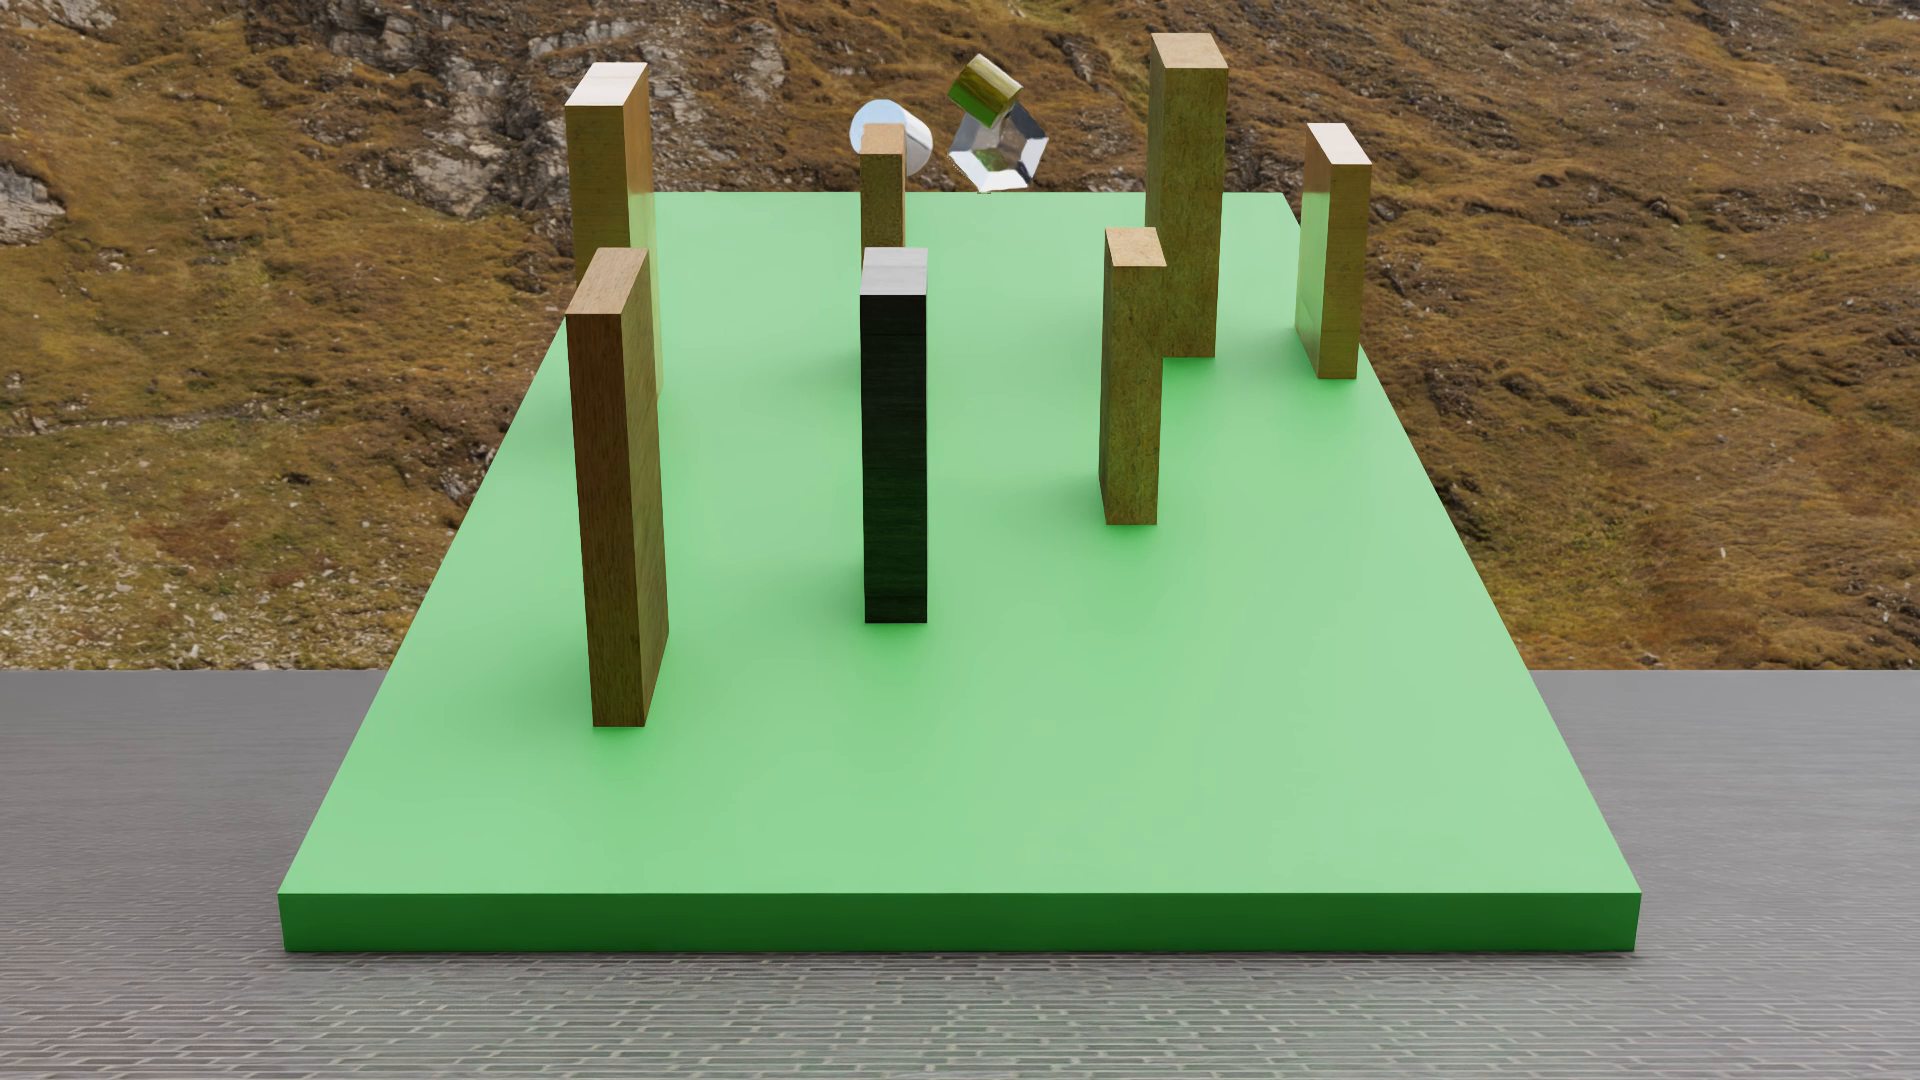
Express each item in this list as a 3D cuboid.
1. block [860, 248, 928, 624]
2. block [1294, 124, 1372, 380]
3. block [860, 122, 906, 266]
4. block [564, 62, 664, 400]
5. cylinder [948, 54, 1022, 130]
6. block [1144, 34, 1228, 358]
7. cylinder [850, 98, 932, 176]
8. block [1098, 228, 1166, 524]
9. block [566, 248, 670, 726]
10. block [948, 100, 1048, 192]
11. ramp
[{"bbox_3d":[-0.117,-0.193,4.253,0.115,0.626,0.294,0,23,0],"label":"block"},{"bbox_3d":[0.894,-0.700,5.574,0.092,0.519,0.405,0,23,0],"label":"block"},{"bbox_3d":[-0.179,-0.670,5.447,0.096,0.560,0.304,0,23,0],"label":"block"},{"bbox_3d":[-0.756,-0.633,5.111,0.119,0.754,0.425,0,23,0],"label":"block"},{"bbox_3d":[0.072,-1.272,6.576,0.153,0.153,0.153,38,-2,2],"label":"cylinder"},{"bbox_3d":[0.547,-0.850,5.686,0.146,0.705,0.415,0,23,0],"label":"block"},{"bbox_3d":[-0.208,-1.218,7.022,0.189,0.189,0.189,-1,-8,23],"label":"cylinder"},{"bbox_3d":[0.346,-0.334,4.691,0.102,0.540,0.276,0,23,0],"label":"block"},{"bbox_3d":[-0.570,-0.091,3.894,0.086,0.721,0.366,0,23,0],"label":"block"},{"bbox_3d":[0.112,-1.149,6.744,0.179,0.179,0.179,1,-31,39],"label":"block"},{"bbox_3d":[-0.007,-0.226,5.250,2.000,0.100,4.000,0,23,0],"label":"ramp"}]
